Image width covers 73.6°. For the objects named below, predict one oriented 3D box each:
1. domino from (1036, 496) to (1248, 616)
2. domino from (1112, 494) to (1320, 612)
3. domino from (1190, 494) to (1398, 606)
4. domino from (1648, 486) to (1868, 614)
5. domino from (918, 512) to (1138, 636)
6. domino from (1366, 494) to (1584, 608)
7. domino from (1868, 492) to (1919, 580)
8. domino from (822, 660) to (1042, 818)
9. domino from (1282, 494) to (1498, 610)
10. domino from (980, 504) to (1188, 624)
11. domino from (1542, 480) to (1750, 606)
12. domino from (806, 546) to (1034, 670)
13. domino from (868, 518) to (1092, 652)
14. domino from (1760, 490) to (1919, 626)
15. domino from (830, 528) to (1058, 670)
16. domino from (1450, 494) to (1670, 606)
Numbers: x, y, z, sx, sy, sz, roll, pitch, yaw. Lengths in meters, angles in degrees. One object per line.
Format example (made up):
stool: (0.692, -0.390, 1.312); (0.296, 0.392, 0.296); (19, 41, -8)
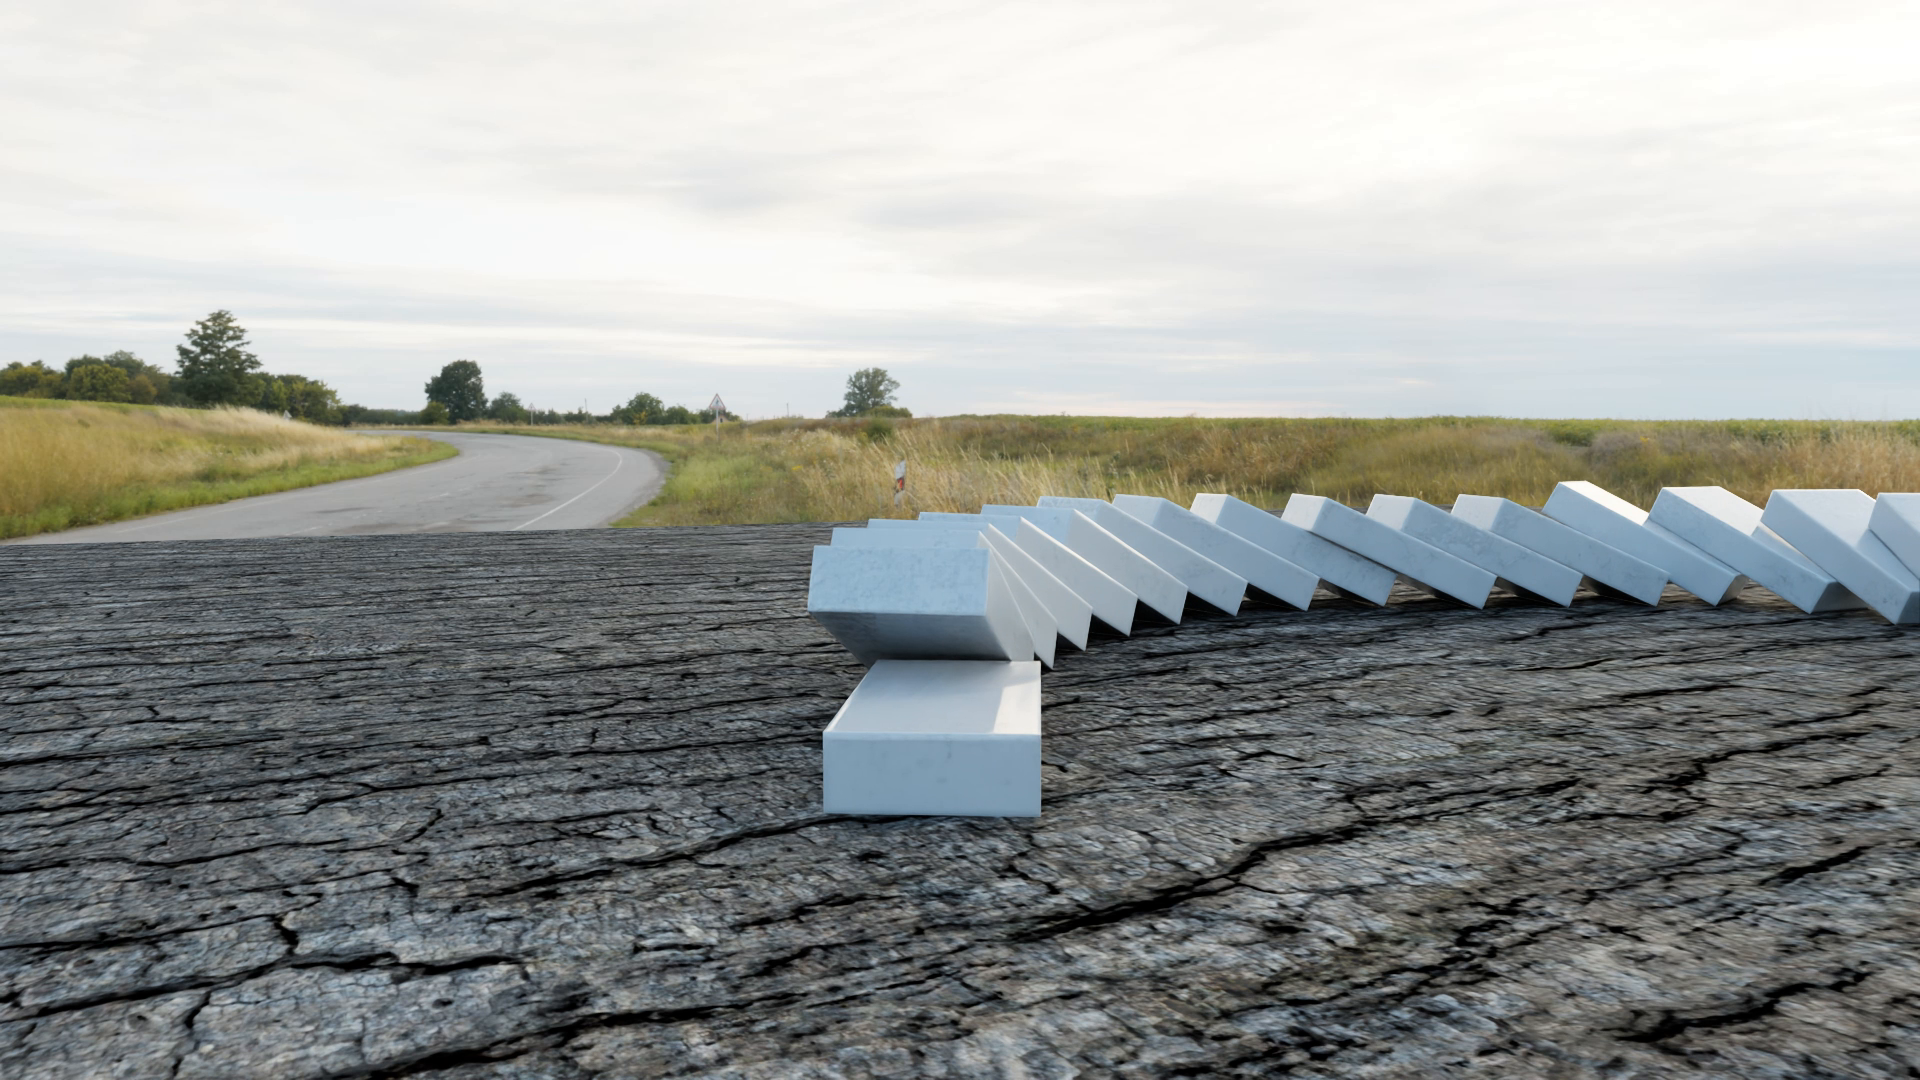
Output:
domino: (0.044, 0.004, 0.315); (0.050, 0.009, 0.025); (27, -10, -30)
domino: (0.064, 0.003, 0.329); (0.050, 0.009, 0.025); (25, -5, -20)
domino: (0.087, 0.002, 0.339); (0.050, 0.010, 0.025); (24, 0, -8)
domino: (0.215, 0.002, 0.344); (0.025, 0.010, 0.050); (-2, 31, -26)
domino: (0.015, 0.008, 0.273); (0.025, 0.010, 0.050); (3, -18, 37)
domino: (0.136, 0.002, 0.343); (0.050, 0.010, 0.025); (23, 2, -7)
domino: (0.237, 0.005, 0.297); (0.025, 0.010, 0.050); (1, 30, 9)
domino: (-0.002, 0.025, 0.172); (0.025, 0.010, 0.050); (0, 4, 3)
domino: (0.112, 0.003, 0.339); (0.050, 0.009, 0.025); (24, 2, -7)
domino: (0.028, 0.006, 0.293); (0.025, 0.010, 0.050); (4, -18, 41)
domino: (0.191, 0.000, 0.356); (0.025, 0.009, 0.050); (-4, 34, -48)
domino: (-0.004, 0.014, 0.199); (0.025, 0.010, 0.050); (1, -19, 11)
domino: (0.004, 0.009, 0.250); (0.025, 0.010, 0.050); (2, -19, 29)
domino: (0.230, 0.003, 0.322); (0.025, 0.010, 0.050); (0, 30, -6)
domino: (-0.002, 0.011, 0.224); (0.025, 0.009, 0.050); (1, -19, 20)
domino: (0.160, 0.002, 0.345); (0.050, 0.010, 0.025); (23, 2, -6)
